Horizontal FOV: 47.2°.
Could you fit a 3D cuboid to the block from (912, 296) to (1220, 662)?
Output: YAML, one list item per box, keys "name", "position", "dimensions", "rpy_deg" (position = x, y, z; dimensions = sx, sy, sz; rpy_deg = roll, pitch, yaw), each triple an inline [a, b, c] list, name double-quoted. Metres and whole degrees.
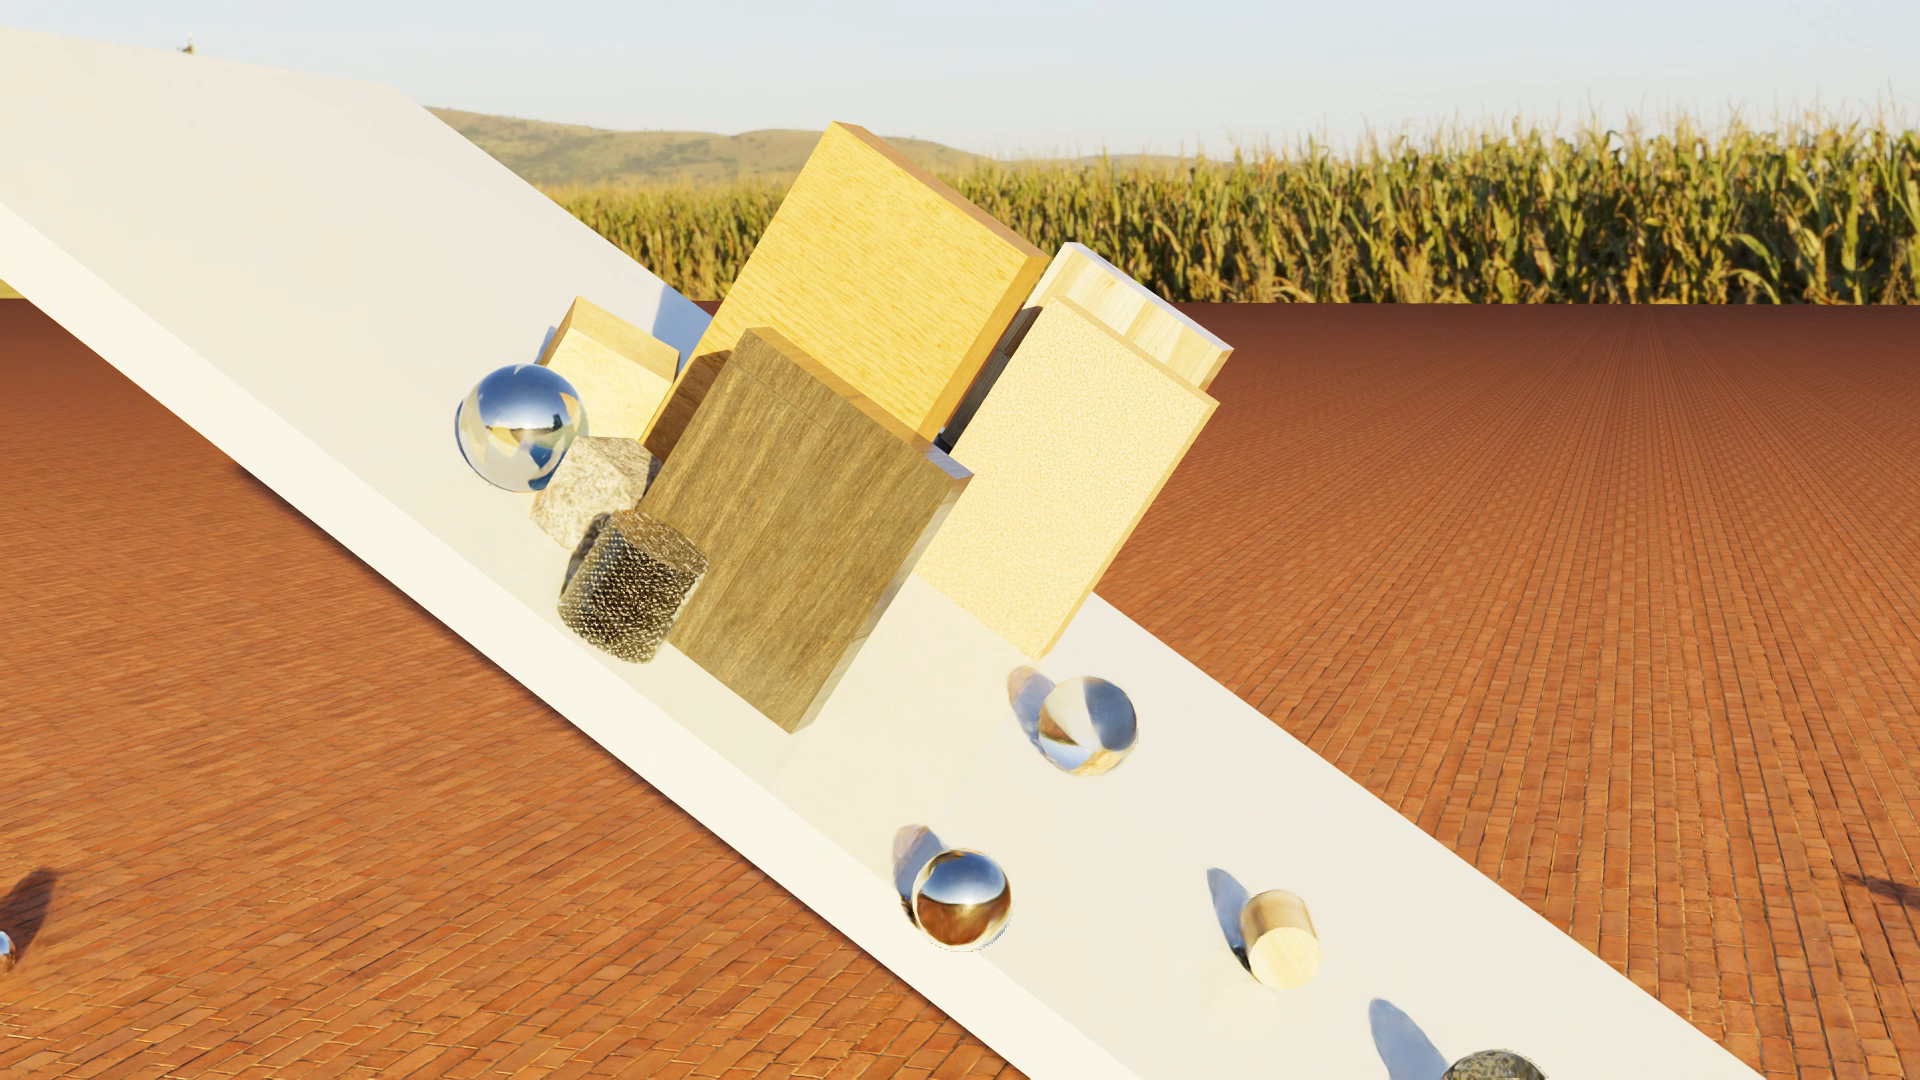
- name: "block"
  position: [0.178, -0.121, 4.324]
  dimensions: [0.372, 0.611, 0.109]
  rpy_deg: [36, 15, 10]

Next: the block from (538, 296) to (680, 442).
- name: "block"
  position: [-0.640, -0.266, 3.884]
  dimensions: [0.210, 0.210, 0.210]
  rpy_deg: [29, 16, -16]

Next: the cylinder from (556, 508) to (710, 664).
- name: "cylinder"
  position: [-0.483, 0.068, 3.254]
  dimensions: [0.164, 0.164, 0.164]
  rpy_deg: [31, 15, -9]

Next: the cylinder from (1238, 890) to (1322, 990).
- name: "cylinder"
  position: [0.520, 0.650, 3.576]
  dimensions: [0.117, 0.117, 0.117]
  rpy_deg: [0, 21, -2]

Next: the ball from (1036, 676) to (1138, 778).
- name: "ball"
  position: [0.224, 0.327, 3.863]
  dimensions: [0.177, 0.177, 0.177]
  rpy_deg: [0, 7, 0]

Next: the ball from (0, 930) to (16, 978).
- name: "ball"
  position: [-2.547, 1.087, 5.747]
  dimensions: [0.146, 0.146, 0.146]
  rpy_deg: [0, 7, 0]

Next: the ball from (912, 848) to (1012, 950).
- name: "ball"
  position: [0.003, 0.491, 3.009]
  dimensions: [0.137, 0.137, 0.137]
  rpy_deg: [0, 7, 0]

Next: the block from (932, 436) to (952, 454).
- name: "block"
  position: [-0.133, -0.128, 4.502]
  dimensions: [0.201, 0.201, 0.201]
  rpy_deg: [39, 16, 20]

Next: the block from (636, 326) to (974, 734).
- name: "block"
  position: [-0.273, -0.015, 3.343]
  dimensions: [0.393, 0.475, 0.093]
  rpy_deg: [36, 15, 10]

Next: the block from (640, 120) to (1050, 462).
- name: "block"
  position: [-0.226, -0.283, 3.755]
  dimensions: [0.403, 0.743, 0.147]
  rpy_deg: [36, 15, 10]

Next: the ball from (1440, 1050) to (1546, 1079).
- name: "ball"
  position: [0.820, 0.874, 3.366]
  dimensions: [0.185, 0.185, 0.185]
  rpy_deg: [0, 7, 0]

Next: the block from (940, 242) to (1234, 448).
- name: "block"
  position: [0.209, -0.225, 4.579]
  dimensions: [0.391, 0.679, 0.131]
  rpy_deg: [36, 15, 10]

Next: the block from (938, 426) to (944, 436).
- name: "block"
  position: [-0.168, -0.216, 4.737]
  dimensions: [0.182, 0.182, 0.182]
  rpy_deg: [19, 21, -43]

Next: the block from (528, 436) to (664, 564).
- name: "block"
  position: [-0.550, -0.054, 3.508]
  dimensions: [0.159, 0.159, 0.159]
  rpy_deg: [39, 16, 19]

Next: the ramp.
- name: "ramp"
  position: [-0.117, 0.200, 4.095]
  dimensions: [4.000, 0.100, 2.000]
  rpy_deg: [36, 15, 10]

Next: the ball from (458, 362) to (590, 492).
- name: "ball"
  position: [-0.695, -0.180, 3.511]
  dimensions: [0.206, 0.206, 0.206]
  rpy_deg: [0, 7, 0]
